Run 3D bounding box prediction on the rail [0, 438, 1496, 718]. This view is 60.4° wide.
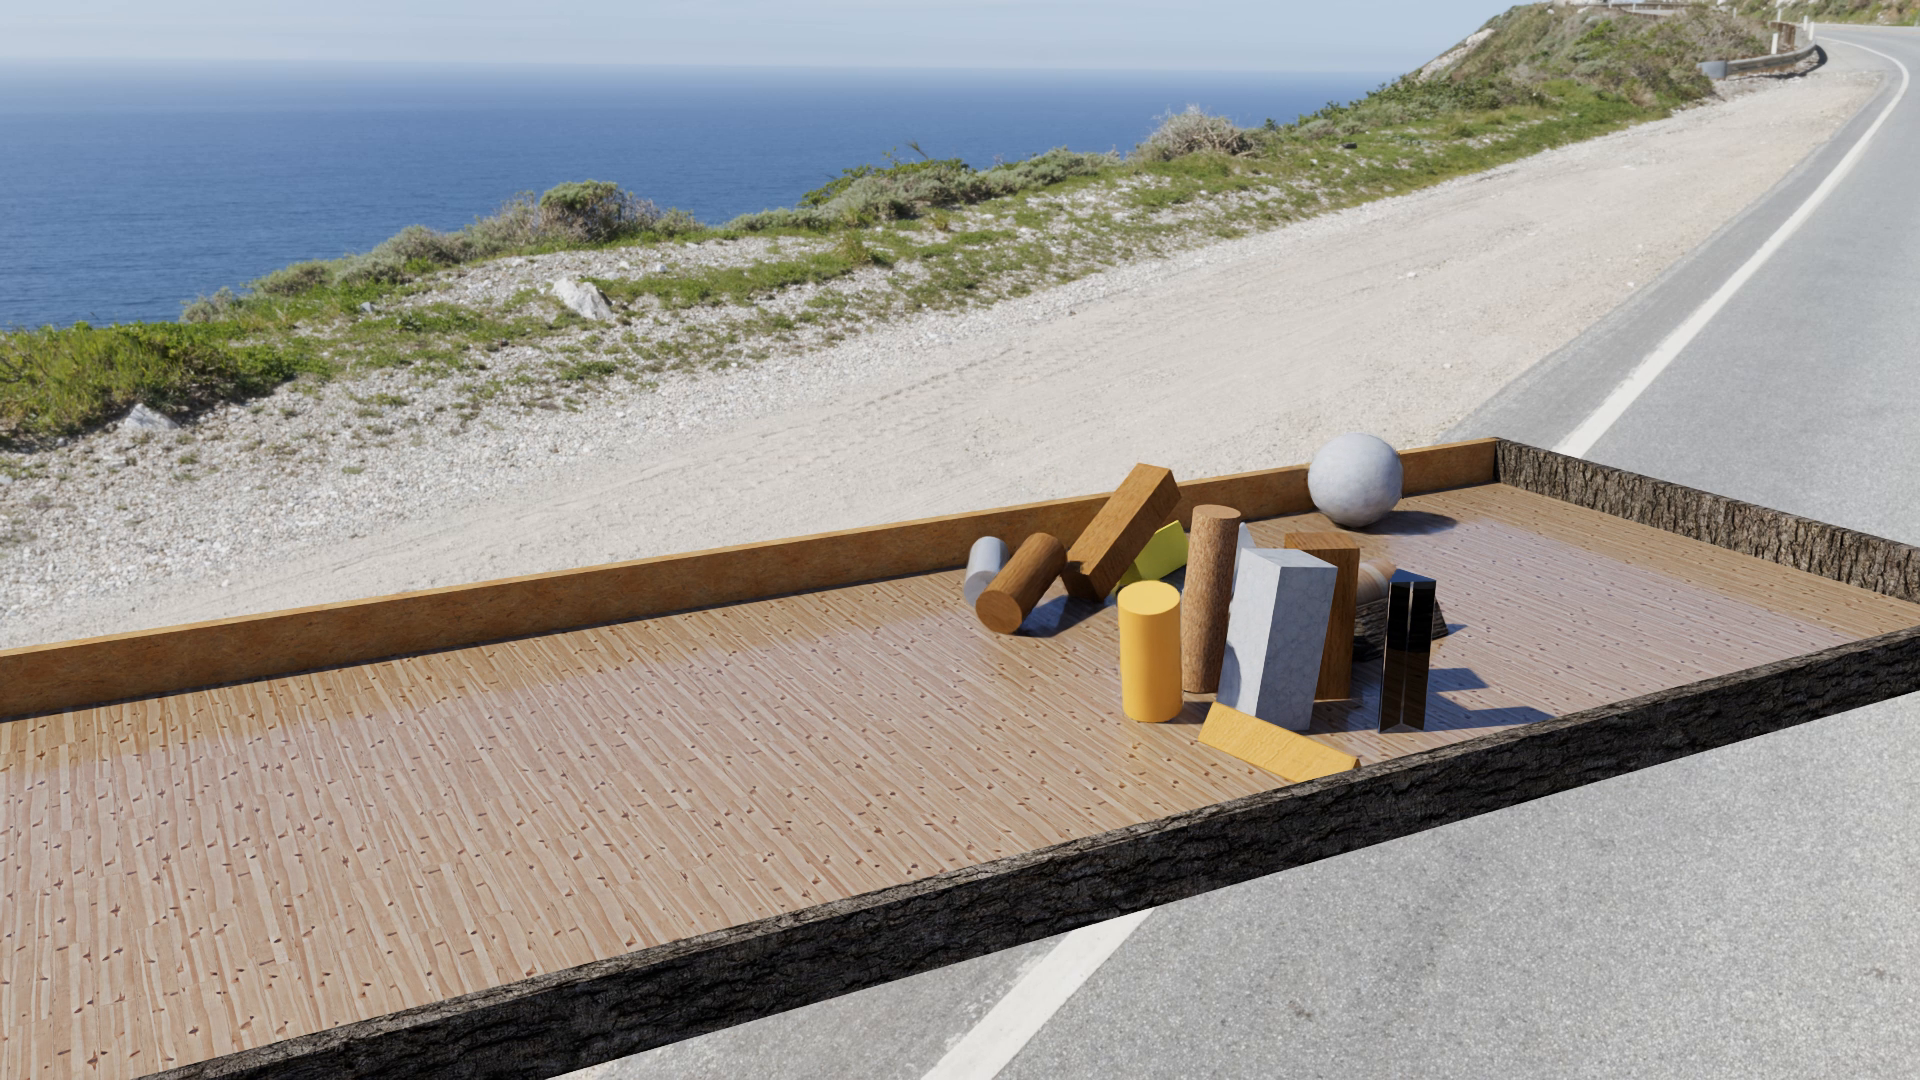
[{"bbox_3d":[-3.305,0.497,3.399,12.000,0.150,0.050,-9,18,-27],"label":"rail"}]

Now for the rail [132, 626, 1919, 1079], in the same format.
[{"bbox_3d":[-2.336,1.006,1.665,12.000,0.150,0.050,-9,18,-27],"label":"rail"}]

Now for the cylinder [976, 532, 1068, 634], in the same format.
[{"bbox_3d":[0.174,0.118,4.587,0.136,0.136,0.338,7,30,24],"label":"cylinder"}]

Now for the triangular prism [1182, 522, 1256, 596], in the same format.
[{"bbox_3d":[0.791,0.056,4.940,0.138,0.119,0.418,7,18,23],"label":"triangular prism"}]

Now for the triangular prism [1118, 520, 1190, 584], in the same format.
[{"bbox_3d":[0.585,0.035,5.021,0.133,0.115,0.341,11,20,32],"label":"triangular prism"}]

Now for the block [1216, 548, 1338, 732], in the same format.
[{"bbox_3d":[0.734,0.231,3.839,0.158,0.394,0.158,1,15,-25],"label":"block"}]

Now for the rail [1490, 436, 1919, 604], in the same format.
[{"bbox_3d":[2.466,-0.048,5.253,0.050,0.150,2.100,-9,18,-27],"label":"rail"}]

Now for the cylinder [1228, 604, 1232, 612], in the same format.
[{"bbox_3d":[0.744,0.220,4.423,0.104,0.104,0.371,13,21,37],"label":"cylinder"}]

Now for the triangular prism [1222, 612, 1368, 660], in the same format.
[{"bbox_3d":[0.839,0.240,4.221,0.368,0.120,0.138,-1,-18,-5],"label":"triangular prism"}]

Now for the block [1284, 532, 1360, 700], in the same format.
[{"bbox_3d":[0.875,0.186,4.040,0.142,0.385,0.142,-1,16,-5],"label":"block"}]

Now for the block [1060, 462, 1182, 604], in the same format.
[{"bbox_3d":[0.470,-0.025,4.836,0.119,0.119,0.451,14,54,40],"label":"block"}]

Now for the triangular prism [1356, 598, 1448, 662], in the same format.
[{"bbox_3d":[1.143,0.211,4.408,0.352,0.122,0.141,-12,21,-36],"label":"triangular prism"}]

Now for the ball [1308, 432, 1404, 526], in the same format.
[{"bbox_3d":[1.316,-0.200,5.483,0.312,0.312,0.312,0,16,0],"label":"ball"}]

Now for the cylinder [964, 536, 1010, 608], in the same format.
[{"bbox_3d":[0.081,0.095,4.815,0.121,0.121,0.344,1,16,3],"label":"cylinder"}]

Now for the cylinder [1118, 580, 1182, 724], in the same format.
[{"bbox_3d":[0.446,0.263,3.867,0.142,0.307,0.142,-4,31,3],"label":"cylinder"}]

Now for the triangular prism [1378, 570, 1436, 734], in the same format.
[{"bbox_3d":[1.020,0.257,3.825,0.109,0.369,0.095,-2,16,-5],"label":"triangular prism"}]

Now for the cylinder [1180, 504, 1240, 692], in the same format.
[{"bbox_3d":[0.605,0.145,4.049,0.114,0.450,0.114,4,17,-1],"label":"cylinder"}]

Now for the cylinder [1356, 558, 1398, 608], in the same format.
[{"bbox_3d":[1.006,0.174,4.458,0.426,0.173,0.173,-13,21,-38],"label":"cylinder"}]
